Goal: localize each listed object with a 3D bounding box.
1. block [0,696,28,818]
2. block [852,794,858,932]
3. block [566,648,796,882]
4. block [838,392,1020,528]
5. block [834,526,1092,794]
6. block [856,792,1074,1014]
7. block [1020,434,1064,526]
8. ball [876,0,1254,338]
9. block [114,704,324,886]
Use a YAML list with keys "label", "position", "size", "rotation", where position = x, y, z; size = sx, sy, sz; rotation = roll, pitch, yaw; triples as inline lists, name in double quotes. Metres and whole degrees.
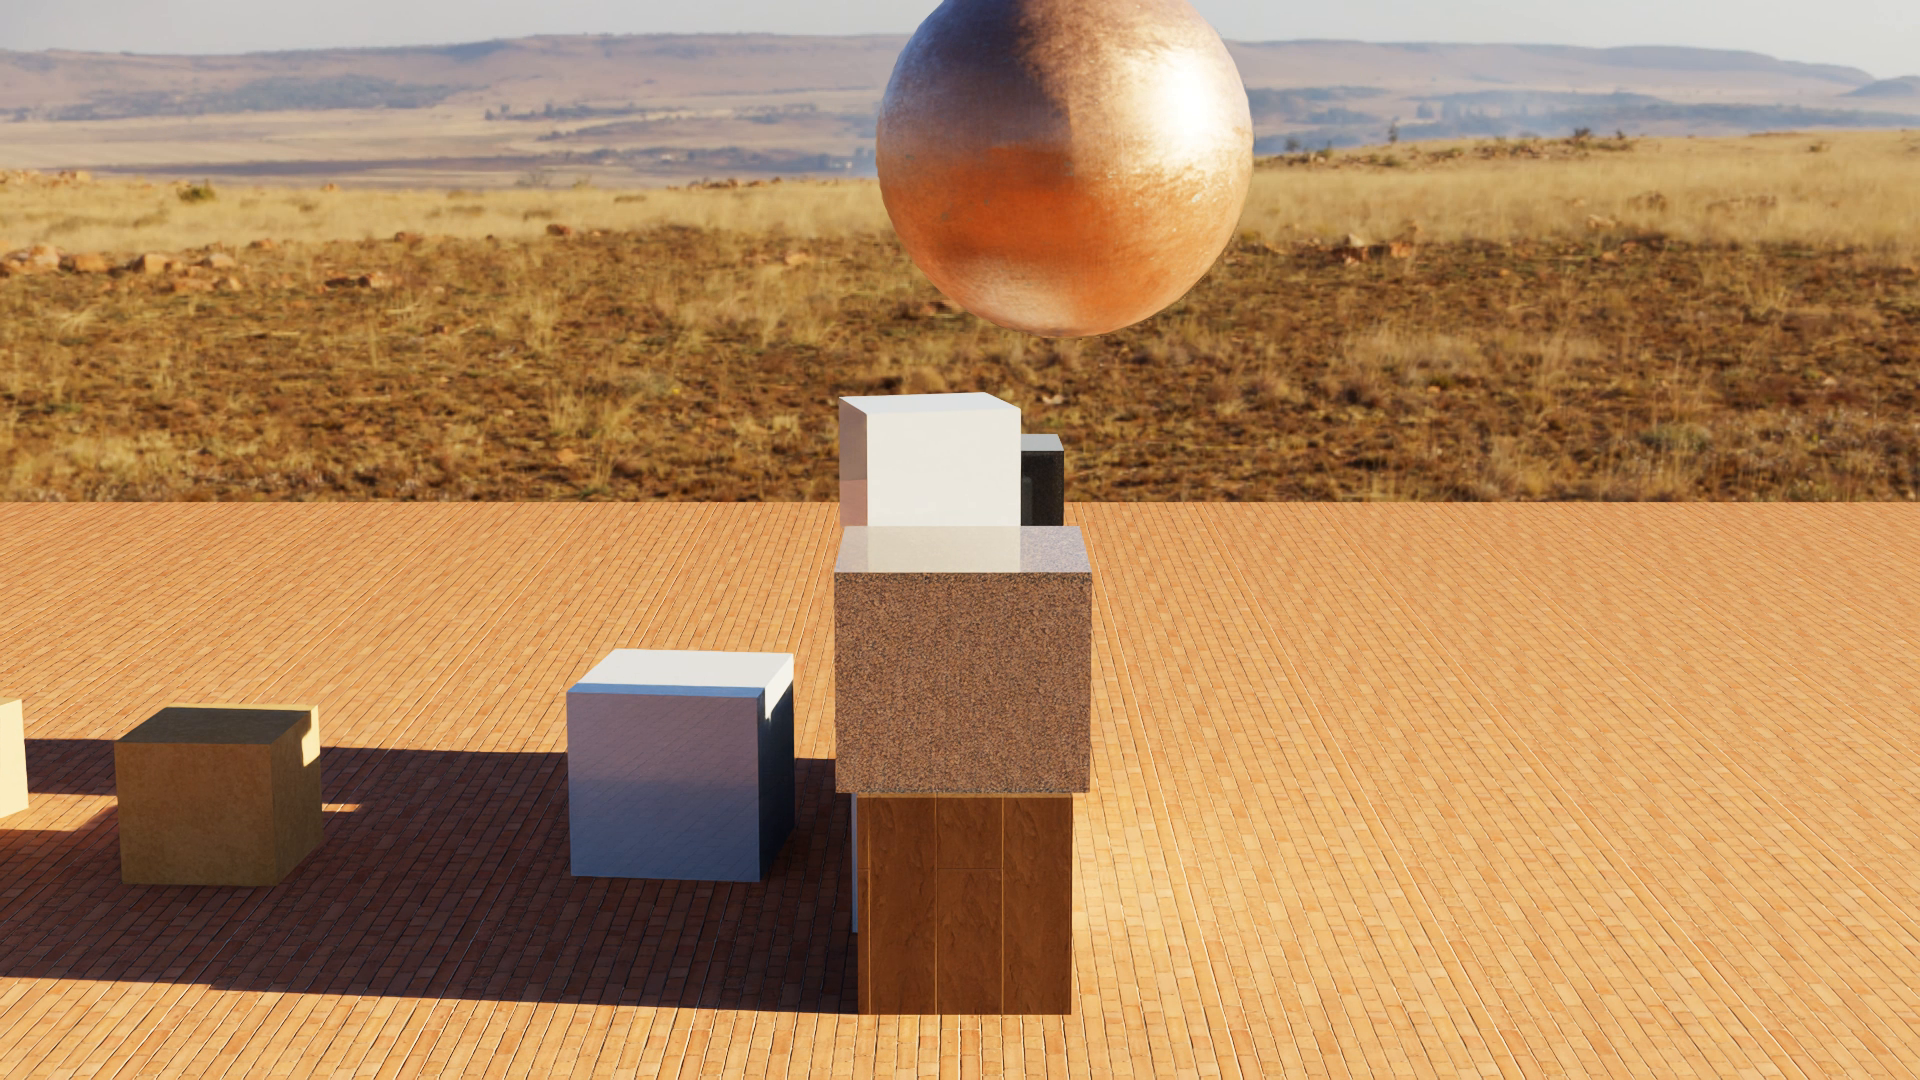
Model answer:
- label: "block"
  position: [-4.906, 1.060, 12.224]
  size: [0.614, 0.542, 0.587]
  rotation: [4, 11, 21]
- label: "block"
  position: [-0.007, 1.139, 10.990]
  size: [0.874, 0.827, 0.895]
  rotation: [0, 10, 0]
- label: "block"
  position: [-1.252, 1.009, 11.680]
  size: [0.850, 0.835, 0.870]
  rotation: [1, 10, 7]
- label: "block"
  position: [-0.134, -0.300, 10.824]
  size: [0.648, 0.561, 0.572]
  rotation: [-3, 11, -14]
- label: "block"
  position: [0.011, 0.445, 10.010]
  size: [0.952, 0.842, 0.981]
  rotation: [0, 10, 0]
- label: "block"
  position: [0.019, 1.293, 10.079]
  size: [0.805, 0.850, 0.936]
  rotation: [0, 10, 0]
- label: "block"
  position: [0.008, -0.019, 12.477]
  size: [0.958, 0.919, 0.935]
  rotation: [0, 7, 0]
- label: "ball"
  position: [0.441, -1.658, 10.879]
  size: [1.600, 1.600, 1.600]
  rotation: [0, 10, 0]
- label: "block"
  position: [-3.317, 1.135, 11.536]
  size: [0.688, 0.640, 0.704]
  rotation: [0, 10, 3]
